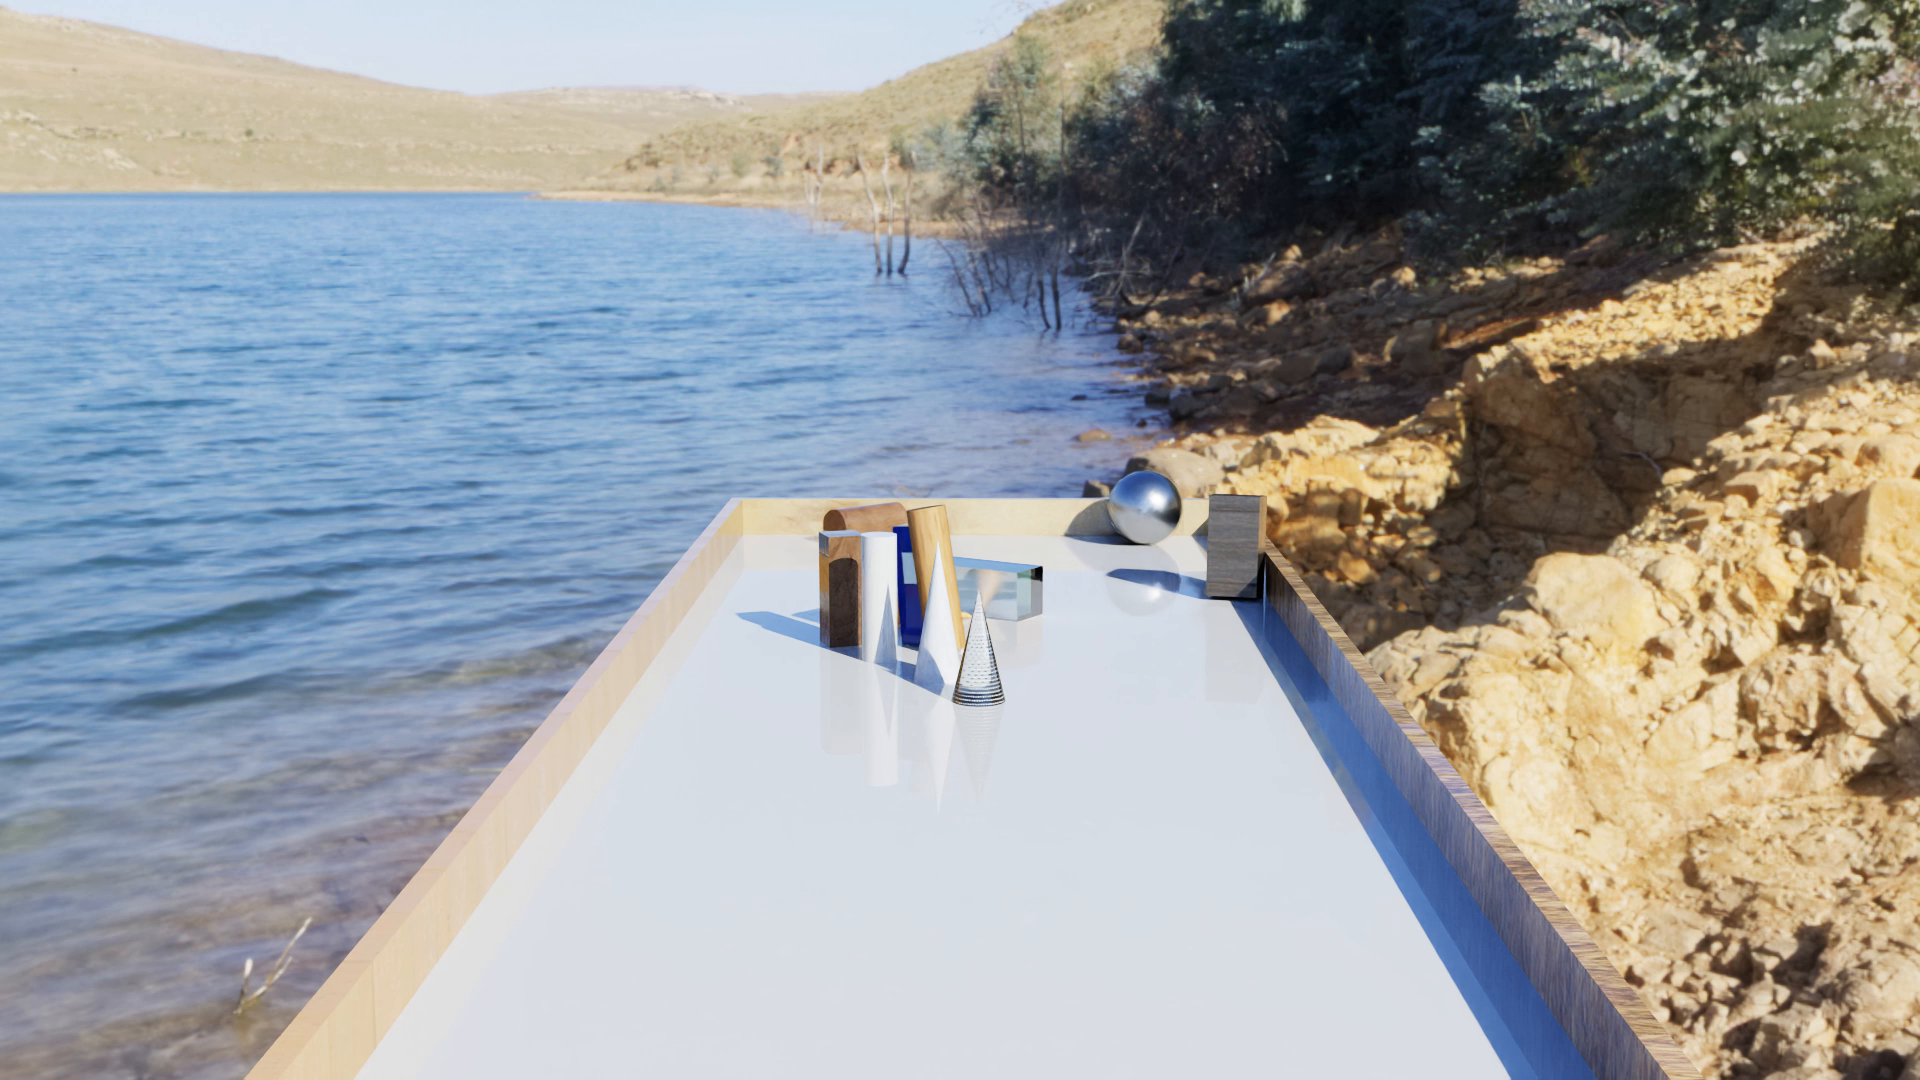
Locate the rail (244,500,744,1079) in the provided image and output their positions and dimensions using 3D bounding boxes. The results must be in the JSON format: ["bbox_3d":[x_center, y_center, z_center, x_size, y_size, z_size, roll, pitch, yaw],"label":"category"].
[{"bbox_3d":[-1.004,0.839,3.234,0.050,0.150,12.000,0,9,1],"label":"rail"}]

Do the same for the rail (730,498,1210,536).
[{"bbox_3d":[0.099,-0.098,9.147,2.100,0.150,0.050,0,9,1],"label":"rail"}]

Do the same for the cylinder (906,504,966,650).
[{"bbox_3d":[-0.073,0.119,6.791,0.123,0.444,0.123,-9,3,0],"label":"cylinder"}]

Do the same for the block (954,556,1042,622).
[{"bbox_3d":[0.046,0.160,7.468,0.448,0.165,0.165,6,11,33],"label":"block"}]

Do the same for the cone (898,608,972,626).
[{"bbox_3d":[-0.079,0.239,7.302,0.302,0.127,0.127,9,4,-28],"label":"cone"}]

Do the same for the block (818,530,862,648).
[{"bbox_3d":[-0.371,0.153,6.928,0.117,0.350,0.117,-3,10,-19],"label":"block"}]

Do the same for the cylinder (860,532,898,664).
[{"bbox_3d":[-0.246,0.174,6.682,0.110,0.385,0.110,0,9,0],"label":"cylinder"}]

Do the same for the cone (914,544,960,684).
[{"bbox_3d":[-0.064,0.202,6.416,0.143,0.413,0.143,0,9,0],"label":"cone"}]

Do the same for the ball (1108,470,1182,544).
[{"bbox_3d":[0.746,-0.130,8.879,0.299,0.299,0.299,0,9,0],"label":"ball"}]

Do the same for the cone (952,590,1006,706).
[{"bbox_3d":[0.052,0.292,6.145,0.152,0.320,0.152,0,9,0],"label":"cone"}]

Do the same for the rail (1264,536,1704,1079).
[{"bbox_3d":[1.046,0.843,3.208,0.050,0.150,12.000,0,9,1],"label":"rail"}]

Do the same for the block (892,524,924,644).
[{"bbox_3d":[-0.119,0.135,6.936,0.112,0.373,0.112,0,7,38],"label":"block"}]

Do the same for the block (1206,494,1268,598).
[{"bbox_3d":[0.972,0.018,7.724,0.177,0.351,0.177,3,4,16],"label":"block"}]

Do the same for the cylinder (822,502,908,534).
[{"bbox_3d":[-0.383,-0.067,8.962,0.333,0.148,0.148,-8,12,-42],"label":"cylinder"}]
